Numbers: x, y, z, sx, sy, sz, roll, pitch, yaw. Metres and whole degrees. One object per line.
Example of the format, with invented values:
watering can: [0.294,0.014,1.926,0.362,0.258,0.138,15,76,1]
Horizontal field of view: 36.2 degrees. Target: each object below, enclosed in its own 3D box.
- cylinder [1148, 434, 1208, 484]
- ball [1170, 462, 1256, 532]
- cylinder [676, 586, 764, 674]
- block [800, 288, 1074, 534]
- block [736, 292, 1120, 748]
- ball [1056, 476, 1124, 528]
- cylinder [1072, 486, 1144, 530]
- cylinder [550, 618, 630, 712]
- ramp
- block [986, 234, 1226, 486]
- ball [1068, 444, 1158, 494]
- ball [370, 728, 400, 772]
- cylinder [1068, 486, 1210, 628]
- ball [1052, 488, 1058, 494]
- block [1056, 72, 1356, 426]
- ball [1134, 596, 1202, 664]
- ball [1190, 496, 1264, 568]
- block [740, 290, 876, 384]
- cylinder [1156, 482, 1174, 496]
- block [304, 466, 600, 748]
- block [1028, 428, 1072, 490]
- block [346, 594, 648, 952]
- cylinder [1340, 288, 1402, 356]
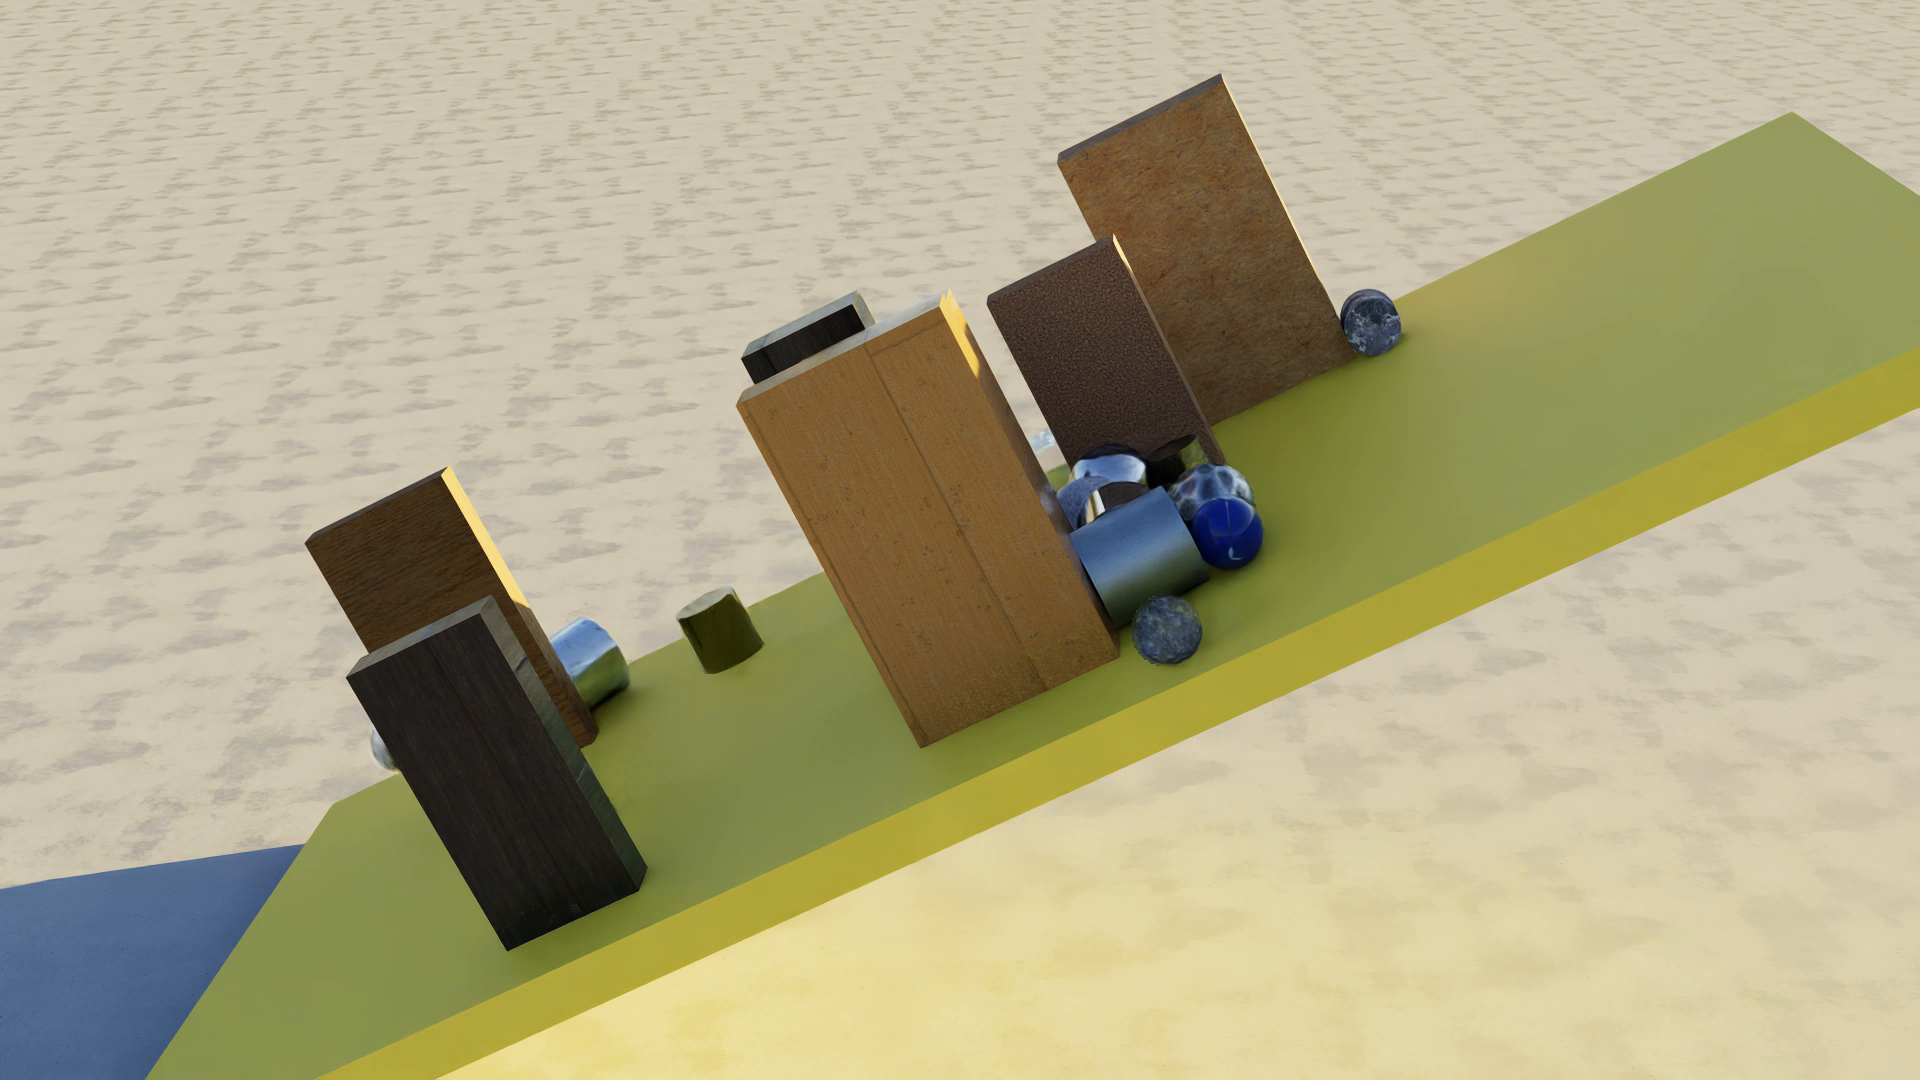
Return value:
cylinder: [0.482,-0.149,6.324,0.115,0.115,0.115,-26,14,7]
ball: [0.501,-0.067,5.854,0.176,0.176,0.176,0,17,0]
cylinder: [-0.567,0.212,6.941,0.153,0.153,0.153,-26,14,7]
block: [-0.017,-0.115,5.923,0.336,0.695,0.131,-25,14,10]
block: [-0.054,-0.031,5.560,0.425,0.754,0.119,-25,14,10]
ball: [0.277,-0.034,6.123,0.197,0.197,0.197,0,17,0]
cylinder: [0.335,-0.005,5.921,0.189,0.189,0.189,-2,6,-7]
cylinder: [-0.945,0.328,7.143,0.202,0.202,0.202,-36,34,-30]
ramp: [0.139,0.168,6.281,4.000,0.100,2.000,-25,14,10]
block: [0.320,-0.343,6.399,0.304,0.560,0.096,-25,14,10]
ball: [0.328,-0.111,6.318,0.192,0.192,0.192,0,17,0]
ball: [-1.440,0.520,7.576,0.159,0.159,0.159,0,17,0]
cylinder: [0.346,0.034,5.716,0.207,0.207,0.207,-28,19,0]
ball: [0.158,-0.025,6.332,0.191,0.191,0.191,0,17,0]
block: [0.567,-0.655,6.759,0.415,0.705,0.146,-25,14,10]
ball: [0.379,0.165,5.352,0.124,0.124,0.124,0,17,0]
ball: [0.518,-0.015,5.704,0.143,0.143,0.143,0,17,0]
block: [-0.170,-0.138,6.228,0.262,0.730,0.146,-25,14,10]
cylinder: [0.464,-0.065,6.049,0.115,0.115,0.115,-13,2,-37]
block: [-1.179,0.228,6.851,0.366,0.721,0.086,-25,14,10]
block: [0.207,-0.135,6.665,0.179,0.179,0.179,-29,14,-5]
block: [-0.888,0.452,5.669,0.294,0.626,0.115,-25,14,10]
cylinder: [0.935,-0.497,6.703,0.128,0.128,0.128,1,17,3]
